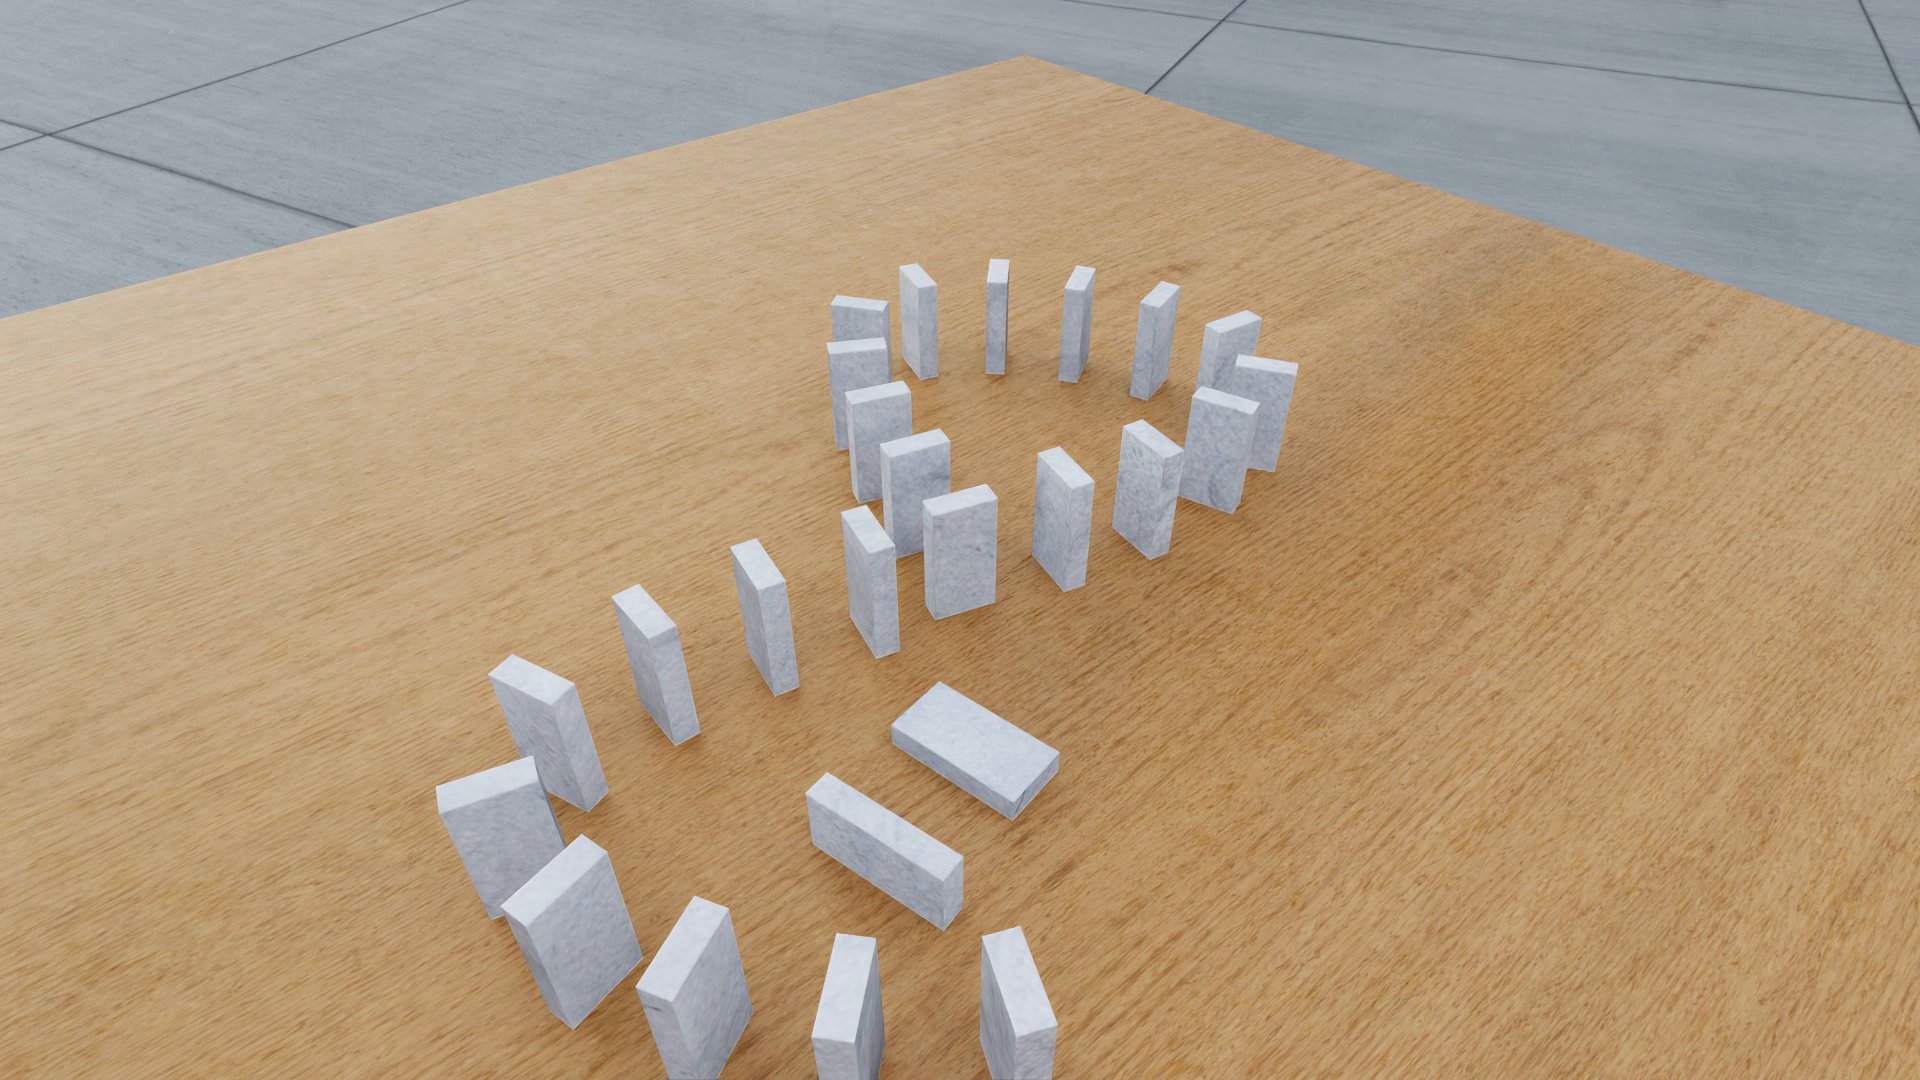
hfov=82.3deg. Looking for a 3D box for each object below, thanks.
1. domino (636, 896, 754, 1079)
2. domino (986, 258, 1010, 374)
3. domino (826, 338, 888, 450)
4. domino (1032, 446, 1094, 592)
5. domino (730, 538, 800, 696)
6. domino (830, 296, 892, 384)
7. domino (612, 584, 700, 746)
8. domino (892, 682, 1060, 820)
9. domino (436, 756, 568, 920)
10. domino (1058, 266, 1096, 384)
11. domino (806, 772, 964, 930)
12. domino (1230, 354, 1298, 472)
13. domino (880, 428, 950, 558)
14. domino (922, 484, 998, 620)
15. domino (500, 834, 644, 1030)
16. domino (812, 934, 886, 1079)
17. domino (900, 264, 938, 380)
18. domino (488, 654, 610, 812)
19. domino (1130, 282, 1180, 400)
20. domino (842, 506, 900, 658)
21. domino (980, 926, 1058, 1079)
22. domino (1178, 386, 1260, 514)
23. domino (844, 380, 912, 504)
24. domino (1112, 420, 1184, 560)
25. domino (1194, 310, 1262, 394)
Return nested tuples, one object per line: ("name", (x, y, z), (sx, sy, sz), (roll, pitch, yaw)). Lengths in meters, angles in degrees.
("domino", (-0.064, 0.114, 0.272), (0.010, 0.050, 0.025), (14, 41, 16))
("domino", (0.019, -0.111, 0.547), (0.009, 0.050, 0.025), (3, 39, 4))
("domino", (-0.044, -0.065, 0.490), (0.025, 0.050, 0.009), (-7, 40, -9))
("domino", (0.039, -0.008, 0.421), (0.010, 0.050, 0.025), (-18, 43, -20))
("domino", (-0.067, 0.027, 0.378), (0.010, 0.050, 0.025), (-20, 43, -23))
("domino", (-0.046, -0.090, 0.521), (0.025, 0.050, 0.010), (9, 40, 10))
("domino", (-0.099, 0.041, 0.361), (0.009, 0.050, 0.025), (-28, 47, -30))
("domino", (0.005, 0.068, 0.360), (0.050, 0.009, 0.025), (27, 46, 29))
("domino", (-0.126, 0.084, 0.309), (0.025, 0.050, 0.009), (-17, 42, -19))
("domino", (0.057, -0.106, 0.541), (0.010, 0.050, 0.025), (12, 41, 14))
("domino", (-0.022, 0.090, 0.321), (0.050, 0.025, 0.009), (25, 45, 27))
("domino", (0.129, -0.055, 0.478), (0.025, 0.050, 0.009), (11, 41, 14))
("domino", (-0.017, -0.018, 0.433), (0.025, 0.050, 0.009), (-17, 42, -19))
("domino", (0.000, 0.005, 0.405), (0.025, 0.050, 0.009), (-16, 42, -19))
("domino", (-0.100, 0.103, 0.286), (0.009, 0.050, 0.025), (23, 45, 26))
("domino", (-0.026, 0.120, 0.265), (0.009, 0.050, 0.025), (5, 40, 6))
("domino", (-0.020, -0.108, 0.543), (0.010, 0.050, 0.025), (-15, 42, -18))
("domino", (-0.126, 0.060, 0.338), (0.025, 0.050, 0.010), (19, 43, 22))
("domino", (0.093, -0.095, 0.528), (0.010, 0.050, 0.025), (21, 44, 24))
("domino", (-0.032, 0.015, 0.393), (0.009, 0.050, 0.025), (-18, 42, -20))
("domino", (0.013, 0.119, 0.266), (0.010, 0.050, 0.025), (-11, 41, -13))
("domino", (0.107, -0.037, 0.457), (0.025, 0.050, 0.009), (21, 44, 24))
("domino", (-0.033, -0.041, 0.461), (0.025, 0.050, 0.009), (-14, 41, -17))
("domino", (0.074, -0.020, 0.435), (0.010, 0.050, 0.025), (-21, 44, -24))
("domino", (0.123, -0.078, 0.507), (0.025, 0.050, 0.010), (-22, 44, -24))
